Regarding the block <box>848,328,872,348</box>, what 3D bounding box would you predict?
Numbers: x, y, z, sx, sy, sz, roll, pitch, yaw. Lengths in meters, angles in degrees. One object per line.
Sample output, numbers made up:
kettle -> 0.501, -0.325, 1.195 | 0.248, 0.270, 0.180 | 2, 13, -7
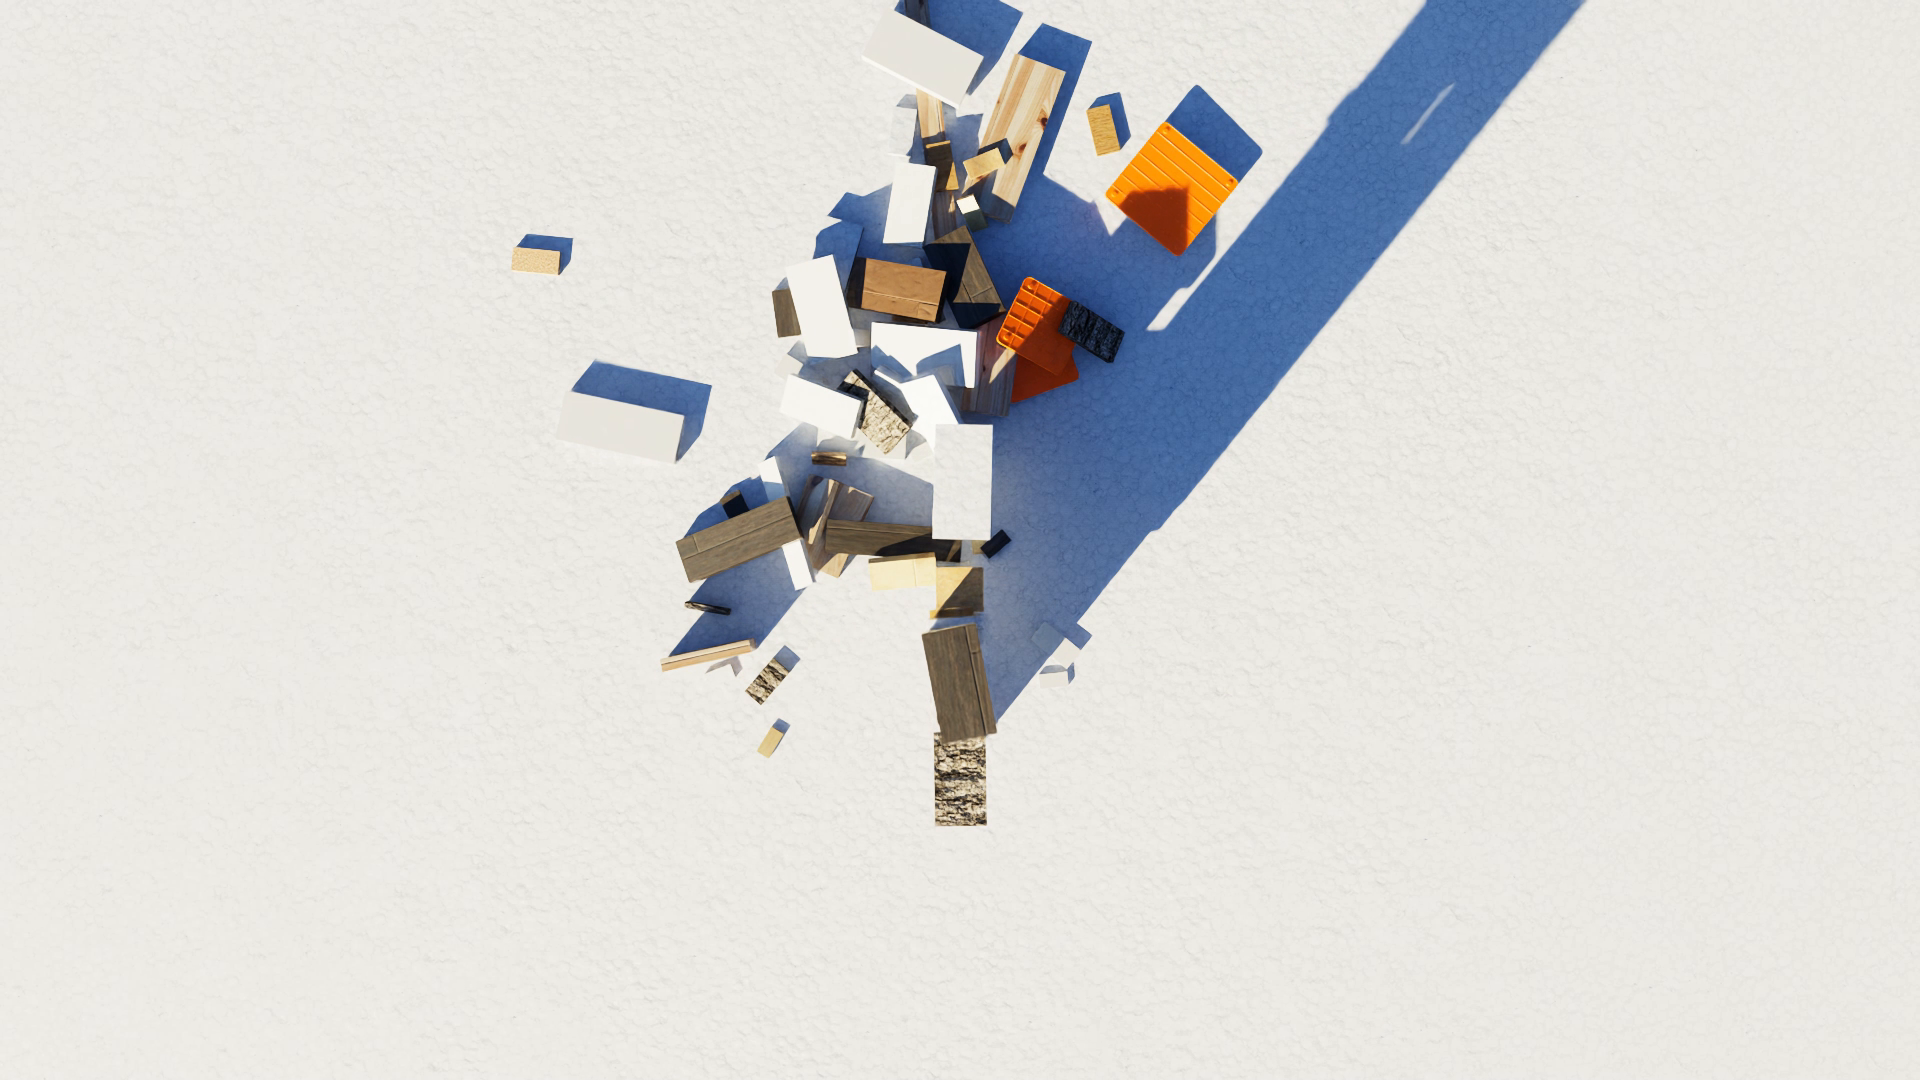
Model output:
block -> -0.328, -0.666, 5.446 | 0.016, 0.113, 0.056 | -10, 90, 26

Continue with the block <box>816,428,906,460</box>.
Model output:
block -> -0.326, -0.331, 5.484 | 0.293, 0.032, 0.112 | 3, 90, 0

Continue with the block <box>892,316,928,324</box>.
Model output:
block -> -0.164, -0.747, 5.440 | 0.122, 0.017, 0.061 | 8, 95, 21

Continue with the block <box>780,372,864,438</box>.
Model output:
block -> -0.455, -0.442, 5.429 | 0.266, 0.038, 0.133 | 22, 109, 14

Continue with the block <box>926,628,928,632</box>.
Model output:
block -> -0.012, 0.239, 4.340 | 0.143, 0.285, 0.040 | -6, 91, 0

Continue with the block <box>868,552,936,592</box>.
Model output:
block -> -0.188, 0.105, 5.457 | 0.220, 0.031, 0.110 | -6, 123, 0

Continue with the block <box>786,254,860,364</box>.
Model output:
block -> -0.453, -0.759, 5.441 | 0.164, 0.047, 0.328 | -13, 98, 9

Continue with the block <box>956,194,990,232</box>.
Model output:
block -> 0.043, -1.080, 5.451 | 0.061, 0.017, 0.121 | -13, 122, 25

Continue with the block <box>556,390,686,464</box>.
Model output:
block -> -1.126, -0.372, 5.477 | 0.401, 0.047, 0.164 | 12, 90, 0

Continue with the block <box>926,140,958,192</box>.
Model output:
block -> -0.058, -1.237, 5.467 | 0.078, 0.022, 0.157 | -11, 90, 0

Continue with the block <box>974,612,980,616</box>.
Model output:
block -> -0.005, 0.223, 4.640 | 0.122, 0.245, 0.035 | -1, 89, 0

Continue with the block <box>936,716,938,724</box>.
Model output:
block -> 0.010, 0.411, 4.026 | 0.131, 0.262, 0.037 | -4, 91, 0

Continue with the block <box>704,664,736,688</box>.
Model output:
block -> -0.800, 0.451, 5.493 | 0.095, 0.014, 0.048 | -21, 90, 0

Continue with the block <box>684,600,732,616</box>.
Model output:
block -> -0.836, 0.226, 5.464 | 0.145, 0.072, 0.021 | 10, 90, 0

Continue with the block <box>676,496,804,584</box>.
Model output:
block -> -0.726, 0.000, 5.429 | 0.412, 0.042, 0.148 | -22, 82, 11

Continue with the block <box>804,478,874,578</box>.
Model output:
block -> -0.413, -0.038, 5.479 | 0.148, 0.042, 0.295 | 24, 90, 0

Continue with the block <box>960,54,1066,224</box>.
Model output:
block -> 0.173, -1.331, 5.475 | 0.180, 0.051, 0.528 | 20, 90, 0

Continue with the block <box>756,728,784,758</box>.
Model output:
block -> -0.632, 0.674, 5.493 | 0.048, 0.014, 0.095 | 31, 90, 0

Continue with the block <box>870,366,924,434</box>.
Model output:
block -> -0.178, -0.453, 5.443 | 0.268, 0.038, 0.134 | 29, 129, 0

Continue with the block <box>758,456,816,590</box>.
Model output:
block -> -0.571, -0.056, 5.443 | 0.078, 0.022, 0.439 | -22, 82, 35

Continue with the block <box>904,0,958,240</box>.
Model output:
block -> -0.117, -1.568, 5.489 | 0.078, 0.022, 1.275 | -7, 90, 0

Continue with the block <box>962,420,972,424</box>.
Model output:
block -> -0.010, -0.383, 5.481 | 0.092, 0.013, 0.046 | 21, 90, 0

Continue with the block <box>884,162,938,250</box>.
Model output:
block -> -0.163, -1.106, 5.457 | 0.134, 0.038, 0.268 | 11, 95, 12

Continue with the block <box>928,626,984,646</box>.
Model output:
block -> -0.009, 0.236, 4.026 | 0.131, 0.262, 0.037 | -3, 89, 0

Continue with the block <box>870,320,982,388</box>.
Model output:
block -> -0.114, -0.610, 5.400 | 0.359, 0.051, 0.180 | 8, 107, 17

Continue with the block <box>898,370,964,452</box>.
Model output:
block -> -0.080, -0.418, 5.380 | 0.133, 0.038, 0.266 | -13, 118, 29

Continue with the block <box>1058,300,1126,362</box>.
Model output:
block -> 0.433, -0.684, 5.423 | 0.224, 0.032, 0.112 | 27, 80, -30

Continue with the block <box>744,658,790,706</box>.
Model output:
block -> -0.641, 0.471, 5.490 | 0.072, 0.021, 0.145 | 41, 90, 0

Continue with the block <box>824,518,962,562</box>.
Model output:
block -> -0.219, 0.002, 5.457 | 0.450, 0.031, 0.110 | 4, 92, -6

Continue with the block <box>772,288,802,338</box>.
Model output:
block -> -0.577, -0.754, 5.489 | 0.078, 0.022, 0.157 | -8, 90, 0

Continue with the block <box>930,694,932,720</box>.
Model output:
block -> -0.005, 0.424, 4.341 | 0.143, 0.285, 0.040 | -5, 93, 0
